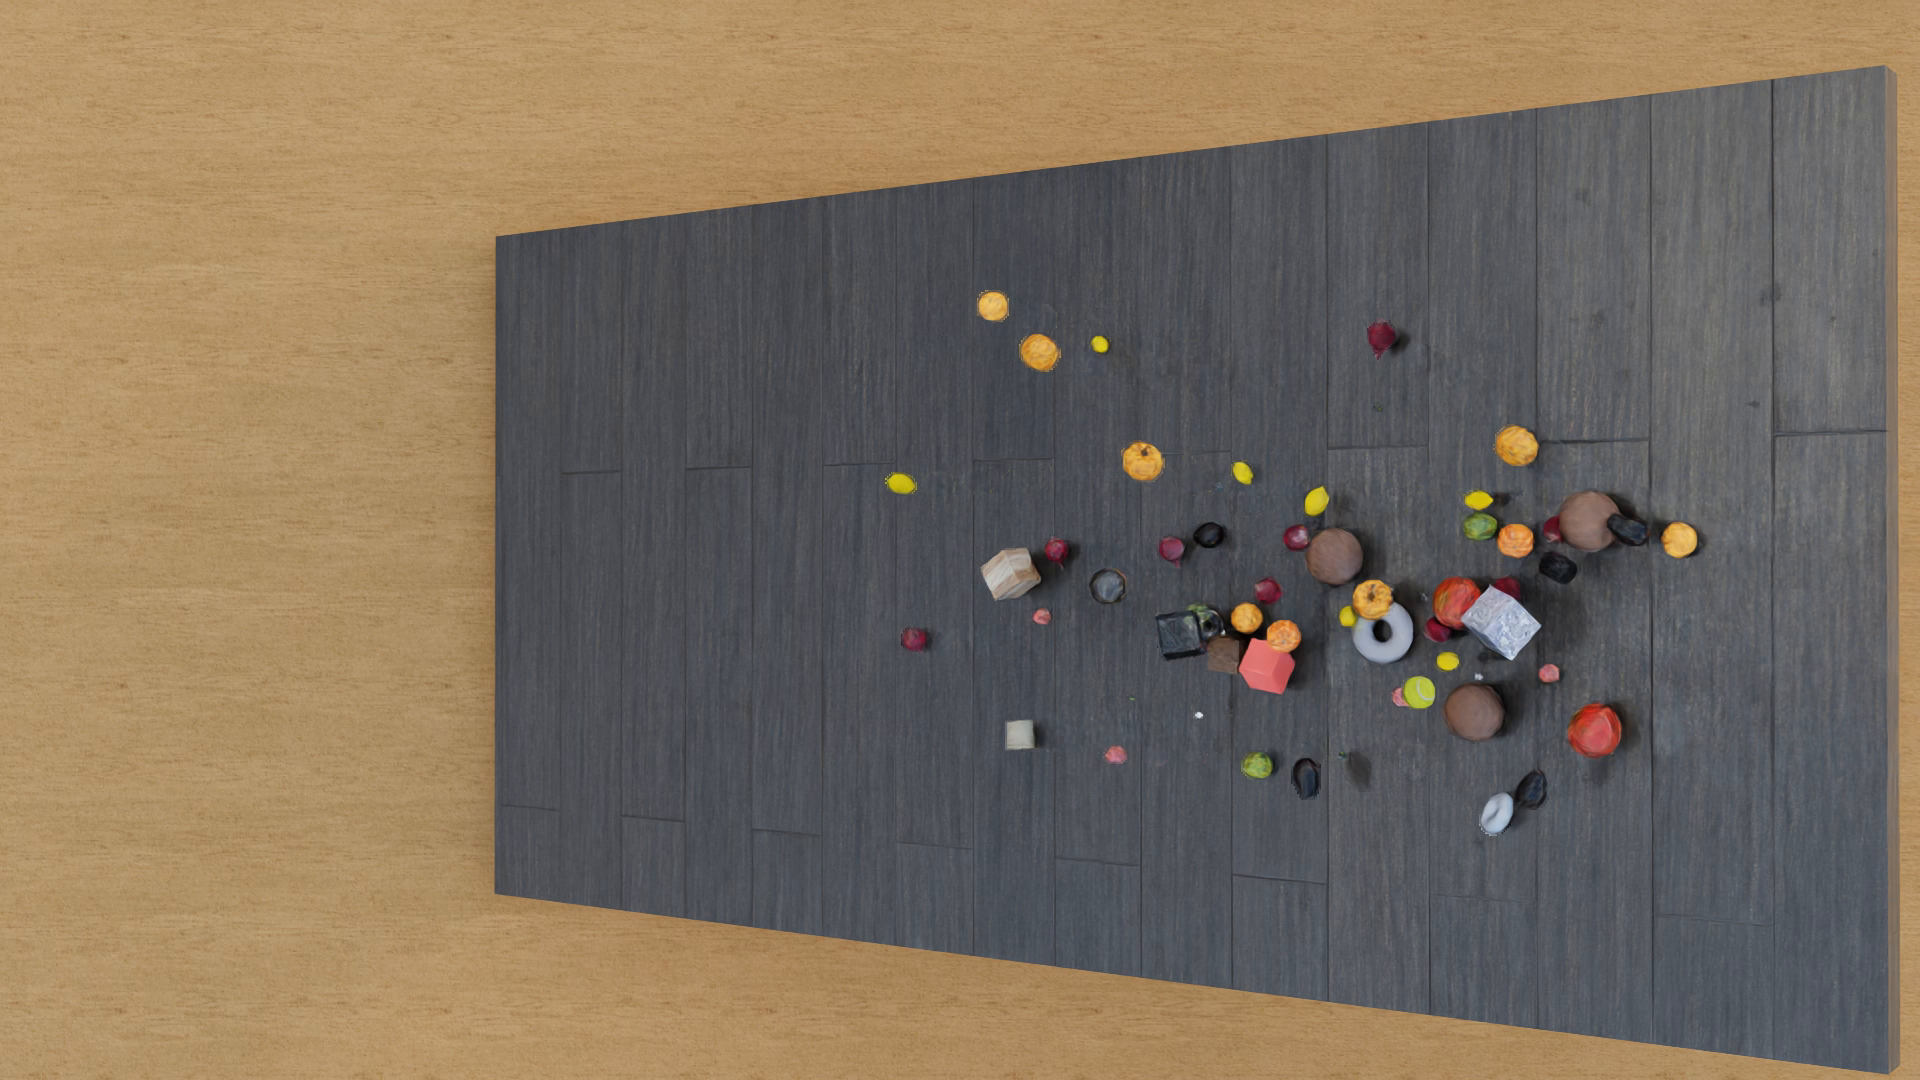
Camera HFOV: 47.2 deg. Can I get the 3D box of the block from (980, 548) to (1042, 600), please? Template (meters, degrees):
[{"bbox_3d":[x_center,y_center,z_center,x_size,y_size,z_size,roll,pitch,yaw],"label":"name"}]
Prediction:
[{"bbox_3d":[0.127,0.086,5.490,0.091,0.091,0.091,-38,67,35],"label":"block"}]

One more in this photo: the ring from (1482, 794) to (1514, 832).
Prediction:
[{"bbox_3d":[1.169,0.593,4.783,0.031,0.094,0.094,26,90,-11],"label":"ring"}]

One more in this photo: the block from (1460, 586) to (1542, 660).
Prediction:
[{"bbox_3d":[1.139,0.174,4.634,0.098,0.098,0.098,41,90,-21],"label":"block"}]

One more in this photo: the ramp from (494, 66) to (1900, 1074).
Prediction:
[{"bbox_3d":[0.240,0.067,5.563,4.000,0.100,2.000,0,89,36],"label":"ramp"}]

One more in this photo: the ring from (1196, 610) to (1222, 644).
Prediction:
[{"bbox_3d":[0.582,0.203,5.186,0.080,0.027,0.080,0,89,-12],"label":"ring"}]

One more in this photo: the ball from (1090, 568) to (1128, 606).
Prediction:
[{"bbox_3d":[0.336,0.104,4.968,0.086,0.086,0.086,0,90,0],"label":"ball"}]

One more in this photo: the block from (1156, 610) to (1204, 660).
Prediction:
[{"bbox_3d":[0.513,0.221,5.126,0.090,0.090,0.090,-10,76,11],"label":"block"}]

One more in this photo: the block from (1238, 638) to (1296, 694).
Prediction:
[{"bbox_3d":[0.711,0.292,5.090,0.085,0.085,0.085,10,62,35],"label":"block"}]

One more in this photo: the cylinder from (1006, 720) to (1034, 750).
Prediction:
[{"bbox_3d":[0.152,0.490,5.512,0.069,0.069,0.069,-1,81,0],"label":"cylinder"}]

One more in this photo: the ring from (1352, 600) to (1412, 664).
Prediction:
[{"bbox_3d":[0.953,0.206,4.960,0.146,0.049,0.146,-1,89,34],"label":"ring"}]

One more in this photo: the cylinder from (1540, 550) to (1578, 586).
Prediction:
[{"bbox_3d":[1.257,0.058,4.623,0.055,0.055,0.055,-16,123,-27],"label":"cylinder"}]

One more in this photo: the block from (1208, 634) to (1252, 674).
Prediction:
[{"bbox_3d":[0.639,0.267,5.162,0.080,0.080,0.080,8,97,36],"label":"block"}]
